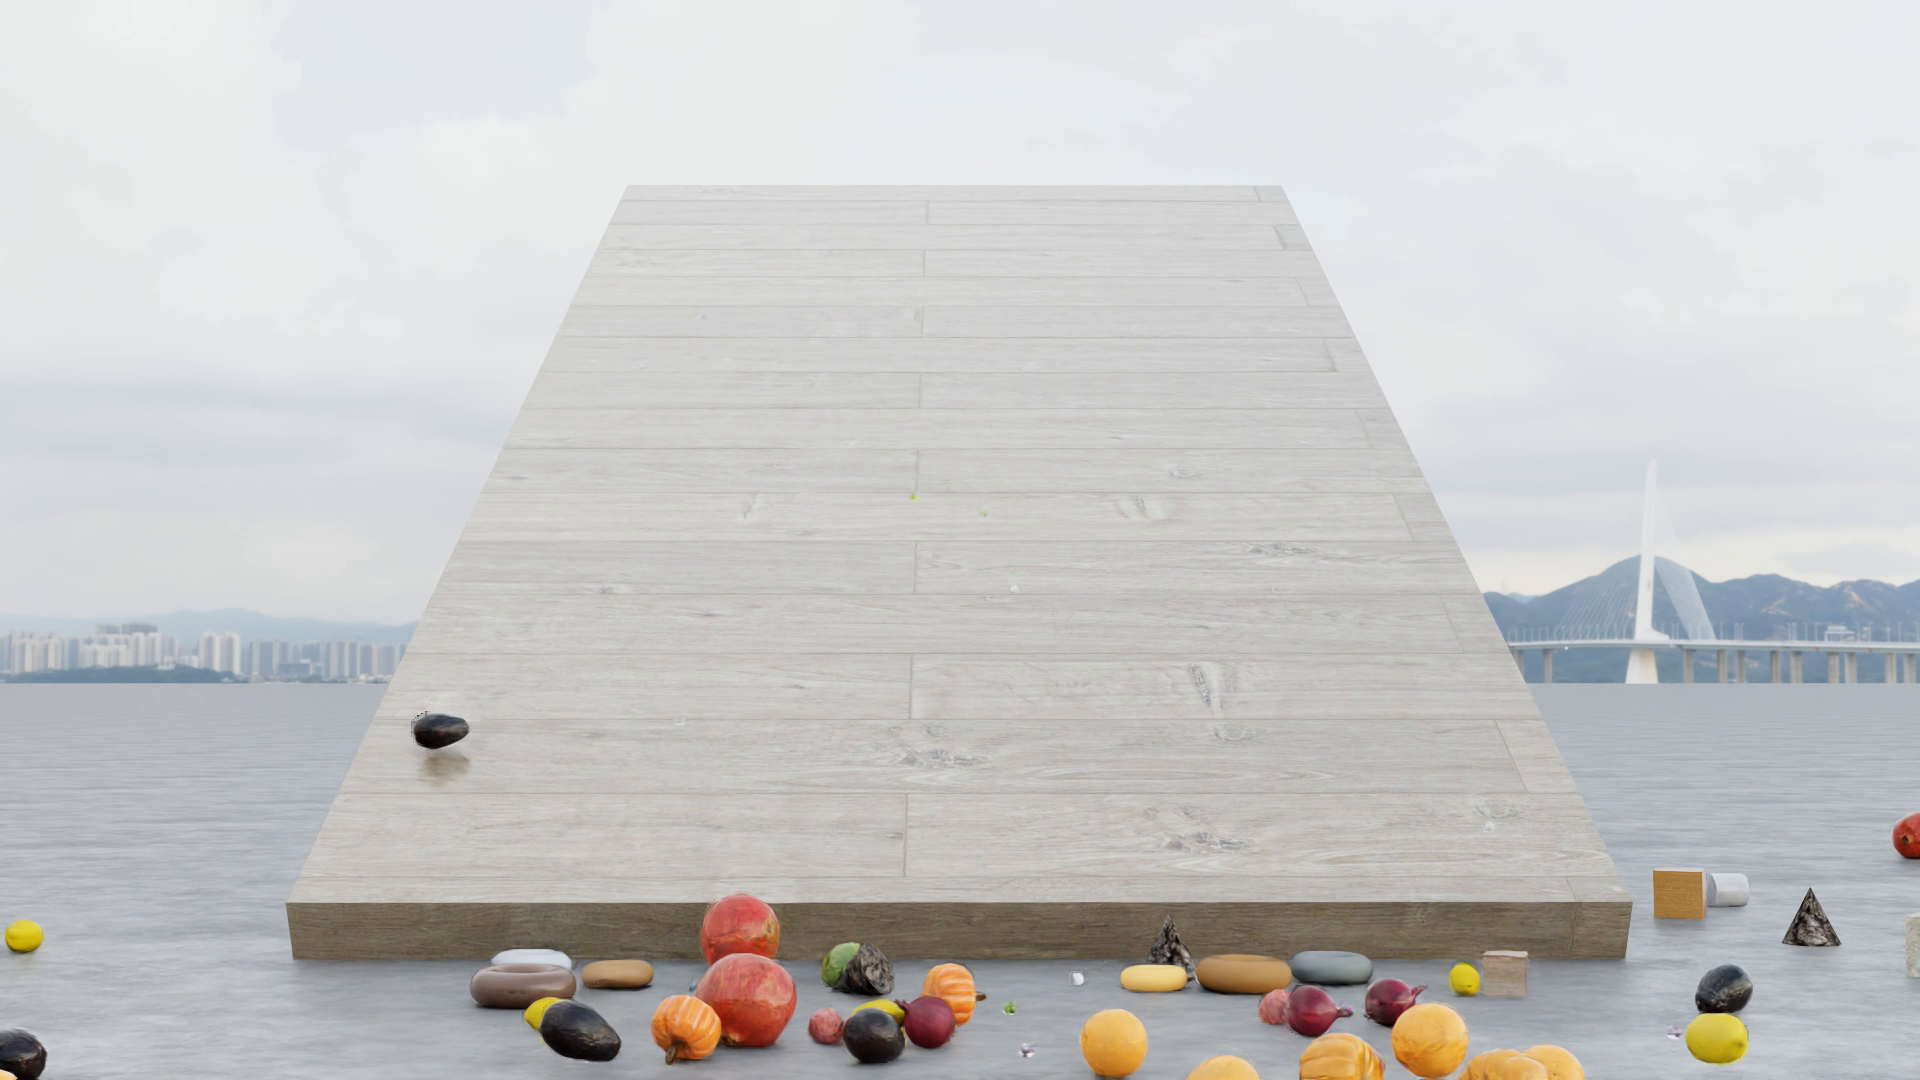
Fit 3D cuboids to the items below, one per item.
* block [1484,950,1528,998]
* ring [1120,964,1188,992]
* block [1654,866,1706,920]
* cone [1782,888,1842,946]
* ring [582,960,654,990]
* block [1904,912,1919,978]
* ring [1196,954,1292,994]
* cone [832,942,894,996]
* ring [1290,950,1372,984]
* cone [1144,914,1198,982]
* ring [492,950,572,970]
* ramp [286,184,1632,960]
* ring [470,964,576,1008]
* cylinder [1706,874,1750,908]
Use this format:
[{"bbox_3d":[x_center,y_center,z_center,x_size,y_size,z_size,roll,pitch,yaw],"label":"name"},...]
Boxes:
[{"bbox_3d":[0.729,0.579,3.104,0.054,0.054,0.054,-1,-4,17],"label":"block"},{"bbox_3d":[0.263,0.594,3.150,0.092,0.031,0.092,-1,-4,0],"label":"ring"},{"bbox_3d":[1.275,0.625,4.117,0.082,0.082,0.082,-1,-4,22],"label":"block"},{"bbox_3d":[1.353,0.596,3.698,0.090,0.090,0.090,0,-3,0],"label":"cone"},{"bbox_3d":[-0.469,0.595,3.184,0.098,0.033,0.098,-1,-4,0],"label":"ring"},{"bbox_3d":[1.398,0.576,3.303,0.084,0.084,0.084,-2,-4,36],"label":"block"},{"bbox_3d":[0.385,0.588,3.151,0.130,0.043,0.130,1,-4,0],"label":"ring"},{"bbox_3d":[-0.142,0.590,3.118,0.076,0.076,0.076,-30,-14,19],"label":"cone"},{"bbox_3d":[0.517,0.595,3.237,0.115,0.038,0.115,1,-4,0],"label":"ring"},{"bbox_3d":[0.295,0.571,3.273,0.091,0.091,0.091,0,-3,0],"label":"cone"},{"bbox_3d":[-0.602,0.598,3.266,0.111,0.037,0.111,1,-4,0],"label":"ring"},{"bbox_3d":[-0.008,-0.228,5.300,2.000,0.100,4.000,0,24,0],"label":"ramp"},{"bbox_3d":[-0.567,0.579,3.017,0.137,0.046,0.137,1,-2,0],"label":"ring"},{"bbox_3d":[1.410,0.645,4.277,0.061,0.061,0.061,0,-3,-3],"label":"cylinder"}]
